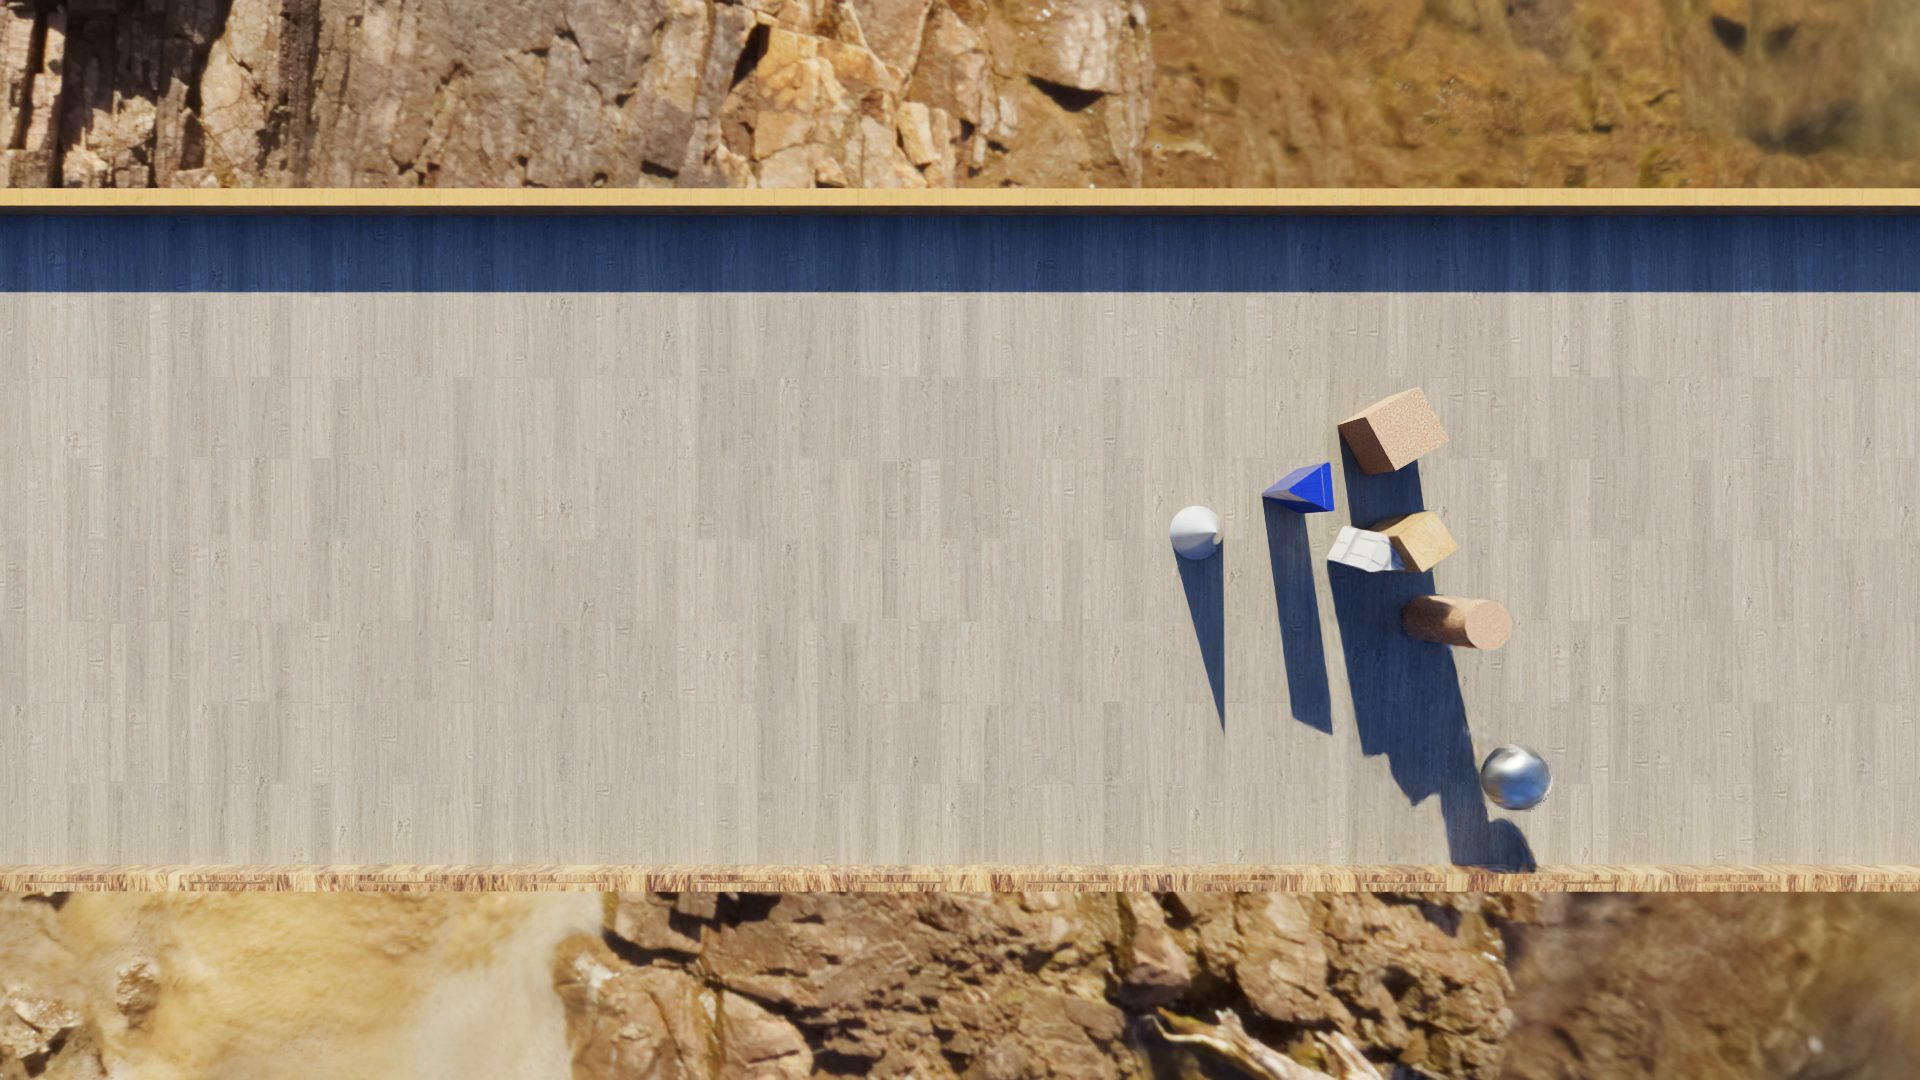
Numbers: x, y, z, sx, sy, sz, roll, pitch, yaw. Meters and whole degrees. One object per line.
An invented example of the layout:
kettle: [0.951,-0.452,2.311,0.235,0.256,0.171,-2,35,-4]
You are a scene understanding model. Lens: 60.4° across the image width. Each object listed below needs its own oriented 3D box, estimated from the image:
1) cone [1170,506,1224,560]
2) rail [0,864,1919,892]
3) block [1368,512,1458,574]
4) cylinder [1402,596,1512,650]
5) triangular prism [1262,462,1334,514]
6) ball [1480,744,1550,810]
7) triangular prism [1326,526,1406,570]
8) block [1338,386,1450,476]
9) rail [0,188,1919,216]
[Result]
cone: [0.728,-0.022,4.877,0.165,0.399,0.165,0,90,0]
rail: [-2.247,1.025,5.001,12.000,0.150,0.050,0,90,0]
block: [1.303,0.010,4.846,0.124,0.456,0.124,-33,90,-3]
cylinder: [1.452,0.240,4.841,0.137,0.458,0.137,0,90,-7]
triangular prism: [1.015,-0.165,4.862,0.137,0.430,0.119,25,90,0]
ball: [1.637,0.699,4.861,0.196,0.196,0.196,0,90,0]
triangular prism: [1.200,0.021,4.890,0.116,0.356,0.100,-2,95,-6]
block: [1.282,-0.319,4.899,0.177,0.354,0.177,-29,90,0]
rail: [-2.247,-1.025,5.002,12.000,0.150,0.050,0,90,0]
